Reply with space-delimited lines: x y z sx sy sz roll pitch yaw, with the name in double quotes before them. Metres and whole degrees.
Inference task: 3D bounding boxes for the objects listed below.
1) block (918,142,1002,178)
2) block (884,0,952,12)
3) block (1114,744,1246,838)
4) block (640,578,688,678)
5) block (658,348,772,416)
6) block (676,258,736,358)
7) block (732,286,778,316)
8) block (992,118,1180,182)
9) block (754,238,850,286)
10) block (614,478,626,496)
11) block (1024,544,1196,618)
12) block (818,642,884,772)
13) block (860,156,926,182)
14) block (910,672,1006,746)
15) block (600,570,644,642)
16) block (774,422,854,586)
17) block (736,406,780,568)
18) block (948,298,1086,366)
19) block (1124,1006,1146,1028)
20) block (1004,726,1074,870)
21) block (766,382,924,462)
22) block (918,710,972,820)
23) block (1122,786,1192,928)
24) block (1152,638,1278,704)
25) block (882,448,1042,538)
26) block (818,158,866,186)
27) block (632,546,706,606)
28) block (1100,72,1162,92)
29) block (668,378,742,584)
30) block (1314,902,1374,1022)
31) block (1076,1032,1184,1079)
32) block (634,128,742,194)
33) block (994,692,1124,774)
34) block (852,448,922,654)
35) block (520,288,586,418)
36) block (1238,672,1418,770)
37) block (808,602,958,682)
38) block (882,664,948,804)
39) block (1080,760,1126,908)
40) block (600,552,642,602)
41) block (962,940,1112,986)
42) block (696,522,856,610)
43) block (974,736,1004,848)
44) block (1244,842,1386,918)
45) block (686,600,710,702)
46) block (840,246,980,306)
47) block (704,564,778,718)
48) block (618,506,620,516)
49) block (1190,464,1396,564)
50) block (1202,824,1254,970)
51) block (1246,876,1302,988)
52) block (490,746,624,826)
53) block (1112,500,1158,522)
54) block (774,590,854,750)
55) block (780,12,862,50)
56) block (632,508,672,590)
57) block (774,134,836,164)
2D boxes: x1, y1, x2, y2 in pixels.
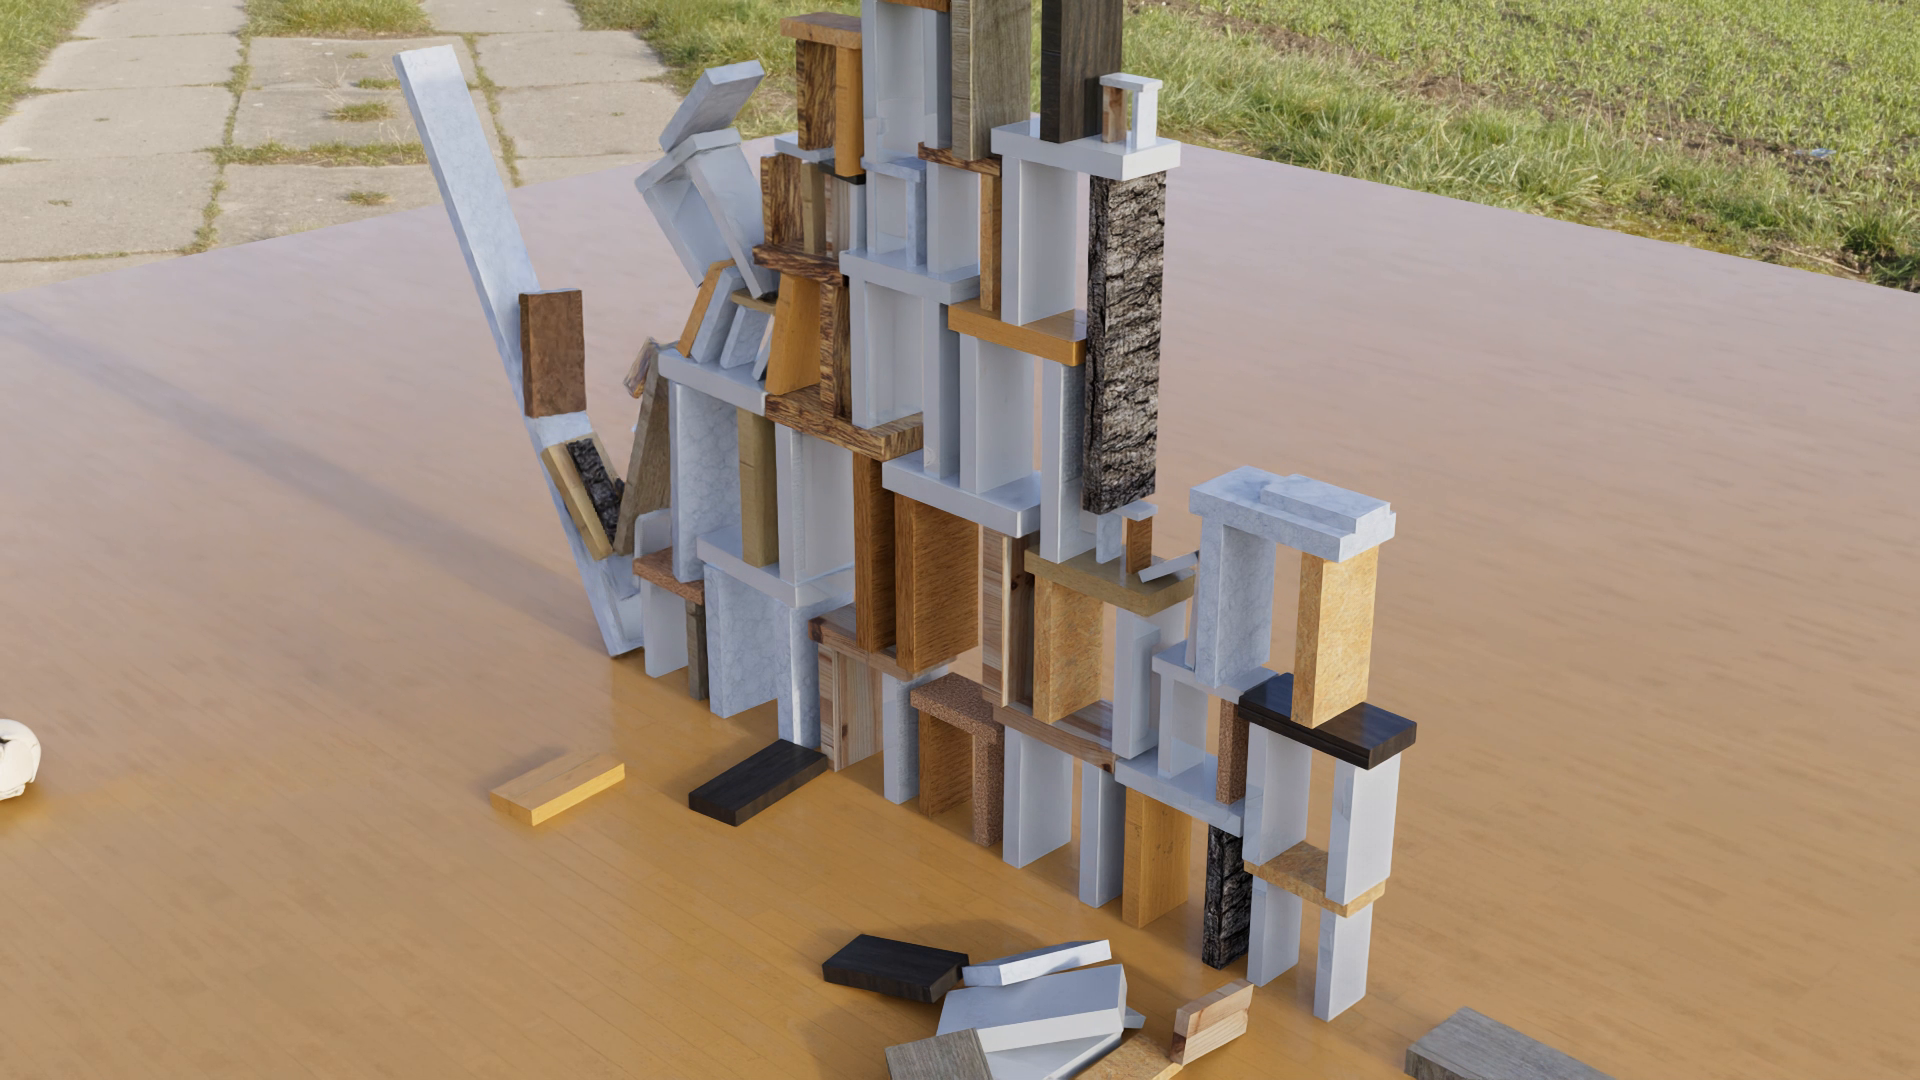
"block" 0.033 -0.683 3.903 0.103 0.029 0.205 -21 31 -40
"block" -0.065 -0.972 3.882 0.121 0.034 0.242 -21 31 -40
"block" 0.433 0.438 3.943 0.286 0.041 0.143 21 31 41
"block" -0.664 0.183 5.019 0.121 0.242 0.034 -21 32 -41
"block" -0.455 -0.346 4.585 0.174 0.049 0.347 -21 31 -40
"block" -0.498 -0.485 4.561 0.118 0.237 0.034 -22 61 -43
"block" -0.377 -0.482 4.428 0.159 0.023 0.080 21 31 39
"block" 0.210 -0.664 3.714 0.295 0.042 0.148 21 31 40
"block" -0.268 -0.547 4.287 0.131 0.037 0.261 -21 29 -41
"block" -0.753 -0.106 5.050 0.061 0.017 0.121 29 5 -25
"block" 0.272 0.056 3.955 0.291 0.041 0.145 21 31 40
"block" -0.226 0.329 4.616 0.041 0.289 0.144 21 31 41
"block" -0.100 -0.688 4.043 0.079 0.022 0.158 -21 31 -40
"block" 0.028 0.330 4.333 0.237 0.034 0.118 21 31 41
"block" -0.771 0.143 5.116 0.087 0.175 0.025 -17 0 -41
"block" -0.292 -0.094 4.509 0.172 0.344 0.049 -20 31 -39
"block" -0.375 -0.131 4.590 0.174 0.347 0.049 -20 30 -39
"block" 0.139 -0.380 3.909 0.302 0.043 0.151 21 31 40
"block" 0.241 0.801 3.797 0.076 0.021 0.151 15 5 -43
"block" 0.153 0.473 4.262 0.042 0.300 0.150 22 31 40
"block" -0.208 -0.243 4.357 0.172 0.049 0.344 -21 31 -40
"block" -0.028 0.433 4.437 0.034 0.237 0.118 21 31 41
"block" 0.366 0.562 4.069 0.041 0.286 0.143 21 31 41
"block" 0.444 0.230 3.835 0.200 0.028 0.100 21 30 40
"block" 0.040 -0.100 4.143 0.178 0.050 0.356 -21 31 -41
"block" -0.206 -0.696 4.146 0.063 0.018 0.126 -17 30 -35
"block" -0.608 0.078 4.912 0.242 0.034 0.121 21 31 40
"block" 0.280 -0.750 3.604 0.095 0.013 0.047 21 31 41
"block" -0.537 -0.140 4.771 0.174 0.475 0.049 -11 31 -24
"block" 0.663 0.713 3.801 0.031 0.219 0.109 21 31 41
"block" 0.276 0.887 3.637 0.094 0.027 0.187 19 30 38
"block" -0.559 -0.777 4.512 0.116 0.033 0.232 -21 -2 -42
"block" 0.223 0.343 4.131 0.300 0.042 0.150 21 31 40
"block" -0.129 0.004 4.372 0.172 0.418 0.049 -21 31 -41
"block" -0.935 -0.430 5.052 0.141 0.282 0.040 -12 19 -41
"block" 0.613 0.301 3.680 0.267 0.038 0.134 21 31 41
"block" -0.159 0.204 4.488 0.289 0.041 0.144 21 31 40
"block" -0.090 0.382 4.491 0.041 0.289 0.144 21 31 41
"block" 0.293 0.528 4.133 0.042 0.300 0.150 21 31 41
"block" -0.786 0.047 5.096 0.087 0.175 0.025 -23 -7 -42
"block" 0.135 0.742 3.858 0.237 0.034 0.118 -6 -7 -34
"block" -0.386 0.045 4.684 0.177 0.050 0.354 -19 29 -37
"block" 0.083 0.477 4.335 0.034 0.237 0.118 21 31 41
"block" 0.612 0.578 3.800 0.219 0.031 0.109 21 31 41
"block" -0.551 0.228 4.914 0.121 0.242 0.034 -21 31 -41
"block" -0.070 -0.502 4.094 0.296 0.042 0.148 21 31 40
"block" -0.470 0.200 4.837 0.177 0.354 0.050 -20 30 -39
"block" -0.749 -0.047 4.999 0.052 0.103 0.015 -29 56 -30
"block" 0.544 -0.046 3.613 0.304 0.043 0.152 21 31 40
"block" 0.501 0.615 3.944 0.041 0.286 0.143 21 31 41
"block" 0.560 0.672 3.896 0.031 0.219 0.109 21 31 41
"block" -0.827 0.504 4.527 0.126 0.036 0.252 17 28 35
"block" 0.293 -0.060 3.891 0.104 0.015 0.052 21 31 40
"block" -0.306 0.268 4.676 0.177 0.354 0.050 -21 31 -41
"block" -0.221 -0.941 4.058 0.109 0.031 0.219 -21 30 -39
"block" -0.698 0.019 4.995 0.087 0.175 0.025 -19 37 -42
"block" -0.280 -0.762 4.275 0.087 0.025 0.174 -15 26 -31
